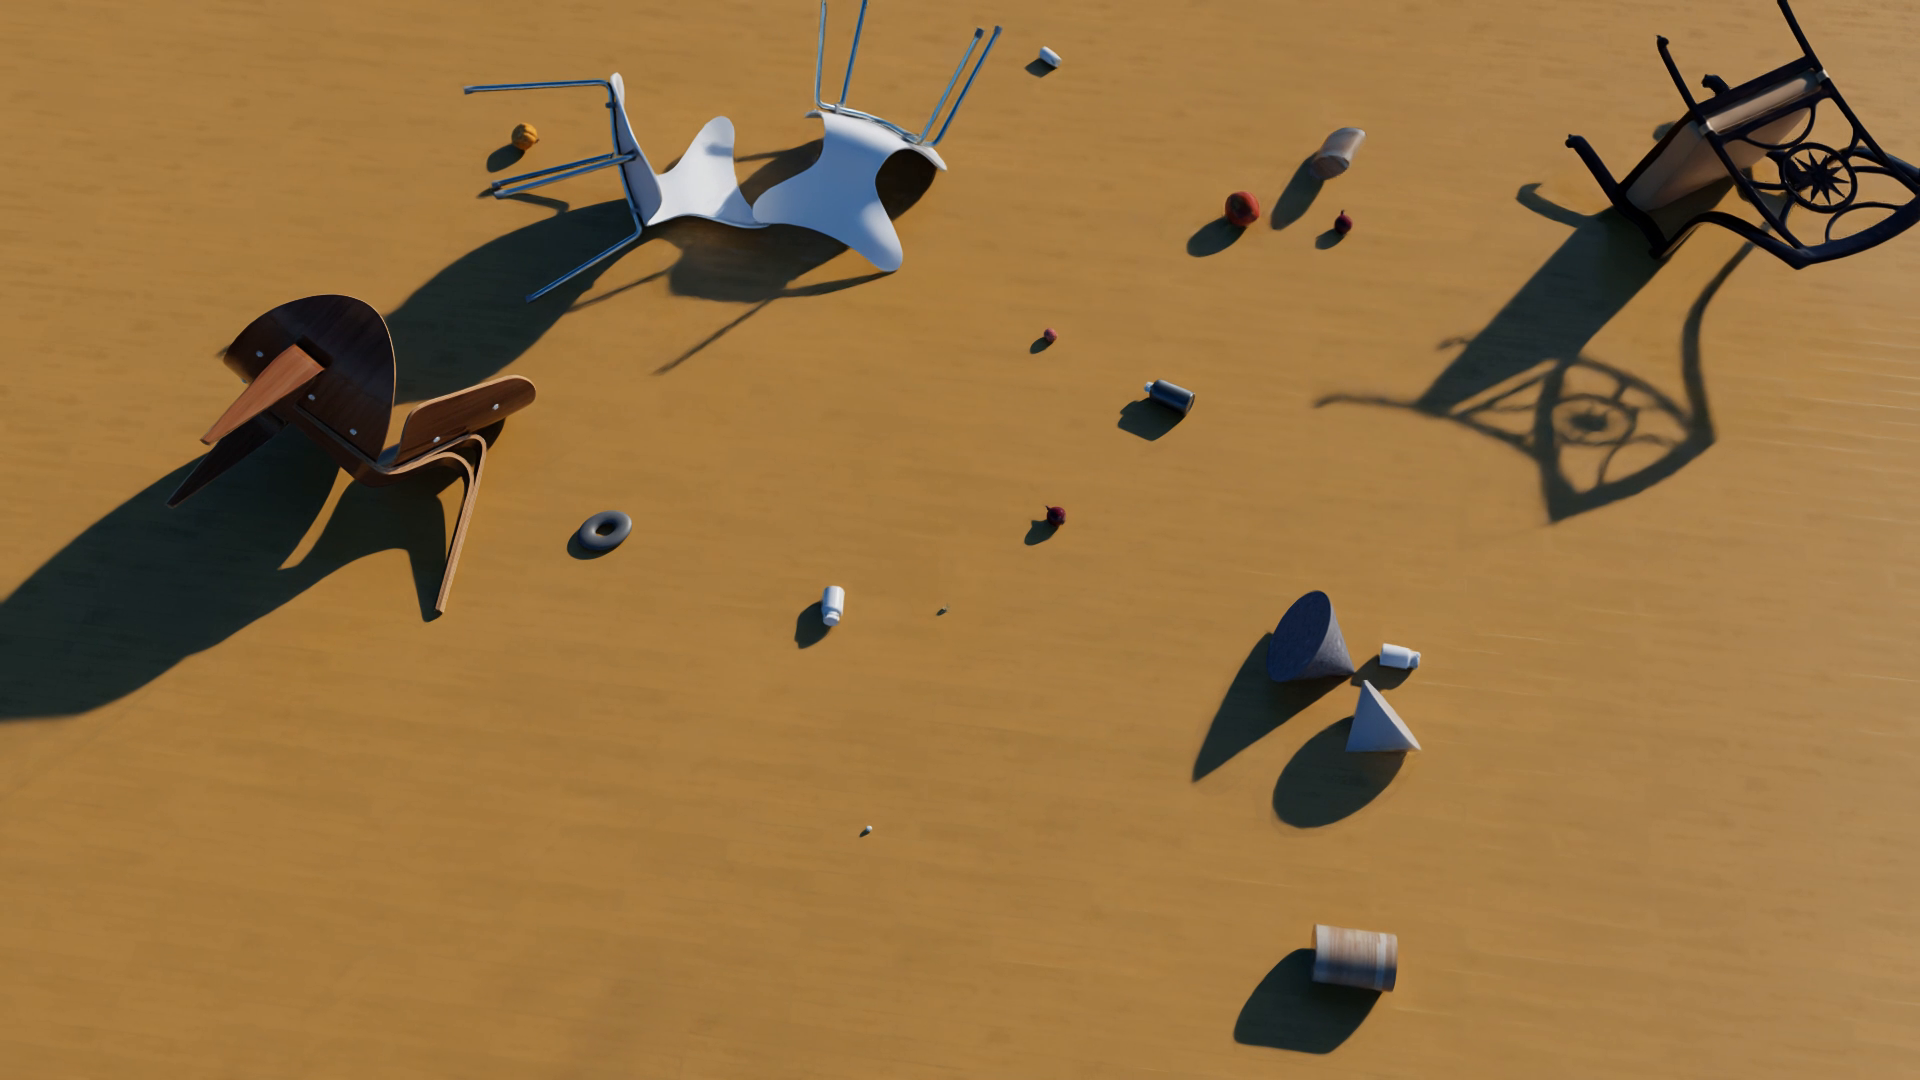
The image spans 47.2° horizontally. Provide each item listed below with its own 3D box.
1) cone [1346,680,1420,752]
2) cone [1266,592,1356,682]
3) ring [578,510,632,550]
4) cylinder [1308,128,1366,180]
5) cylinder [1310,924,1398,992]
[{"bbox_3d":[1.145,0.542,6.157,0.170,0.208,0.252,-40,63,12],"label":"cone"},{"bbox_3d":[1.049,0.329,6.282,0.219,0.273,0.314,32,35,-18],"label":"cone"},{"bbox_3d":[-1.062,-0.029,6.576,0.171,0.029,0.130,-27,61,-18],"label":"ring"},{"bbox_3d":[1.260,-1.294,7.358,0.083,0.176,0.151,46,58,-22],"label":"cylinder"},{"bbox_3d":[1.029,1.094,5.759,0.211,0.129,0.168,7,36,5],"label":"cylinder"}]
